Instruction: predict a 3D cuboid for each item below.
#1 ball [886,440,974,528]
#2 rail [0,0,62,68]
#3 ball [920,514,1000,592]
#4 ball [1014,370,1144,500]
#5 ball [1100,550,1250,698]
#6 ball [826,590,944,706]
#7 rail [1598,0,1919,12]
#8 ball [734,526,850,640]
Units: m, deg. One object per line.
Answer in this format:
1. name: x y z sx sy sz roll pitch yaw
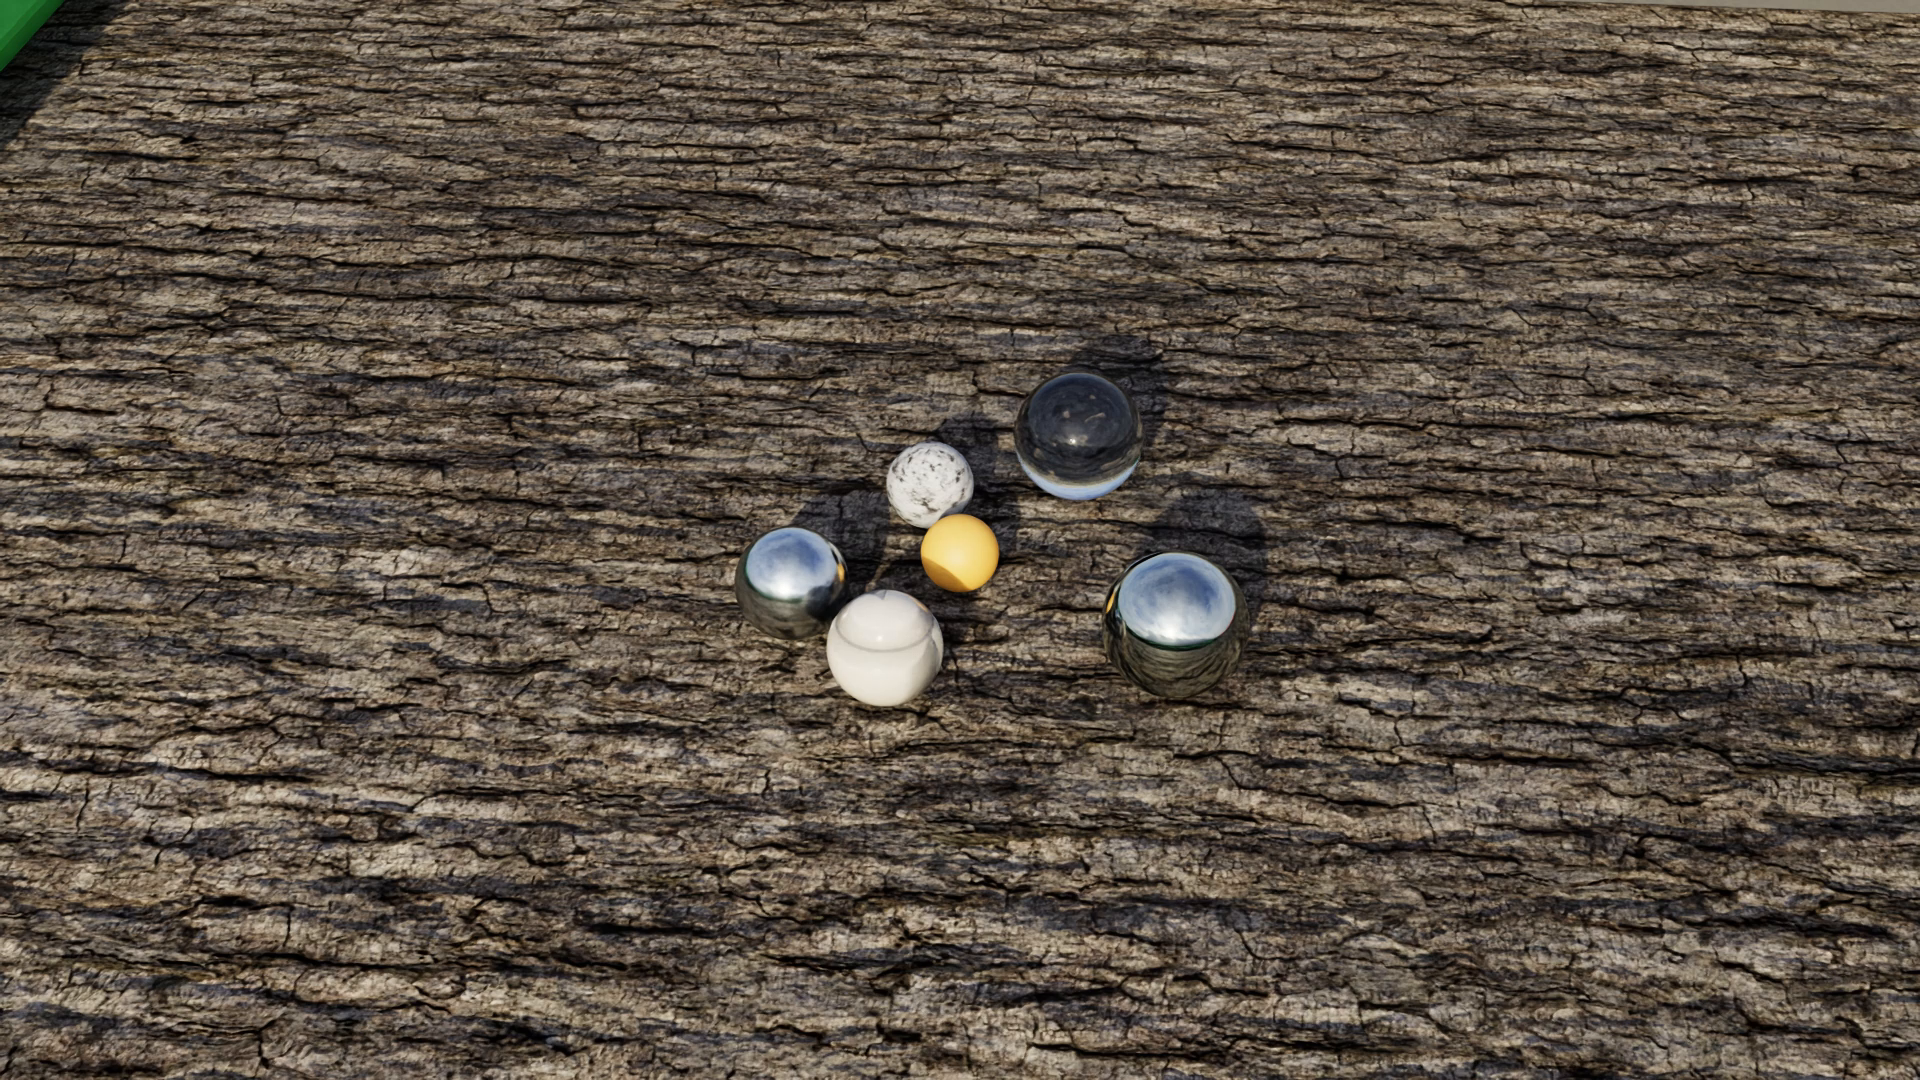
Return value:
1. ball: -0.021 -0.038 1.771 0.061 0.061 0.061 0 36 0
2. rail: -0.928 -0.067 1.757 0.045 0.122 2.008 3 36 4
3. ball: 0.000 0.009 1.713 0.053 0.053 0.053 0 36 0
4. ball: 0.083 -0.073 1.794 0.091 0.091 0.091 0 36 0
5. ball: 0.135 0.053 1.616 0.094 0.094 0.094 0 36 0
6. ball: -0.047 0.068 1.612 0.074 0.074 0.074 0 36 0
7. rail: 1.036 -0.541 2.419 3.822 0.122 0.045 3 36 4
8. ball: -0.109 0.028 1.667 0.075 0.075 0.075 0 36 0
